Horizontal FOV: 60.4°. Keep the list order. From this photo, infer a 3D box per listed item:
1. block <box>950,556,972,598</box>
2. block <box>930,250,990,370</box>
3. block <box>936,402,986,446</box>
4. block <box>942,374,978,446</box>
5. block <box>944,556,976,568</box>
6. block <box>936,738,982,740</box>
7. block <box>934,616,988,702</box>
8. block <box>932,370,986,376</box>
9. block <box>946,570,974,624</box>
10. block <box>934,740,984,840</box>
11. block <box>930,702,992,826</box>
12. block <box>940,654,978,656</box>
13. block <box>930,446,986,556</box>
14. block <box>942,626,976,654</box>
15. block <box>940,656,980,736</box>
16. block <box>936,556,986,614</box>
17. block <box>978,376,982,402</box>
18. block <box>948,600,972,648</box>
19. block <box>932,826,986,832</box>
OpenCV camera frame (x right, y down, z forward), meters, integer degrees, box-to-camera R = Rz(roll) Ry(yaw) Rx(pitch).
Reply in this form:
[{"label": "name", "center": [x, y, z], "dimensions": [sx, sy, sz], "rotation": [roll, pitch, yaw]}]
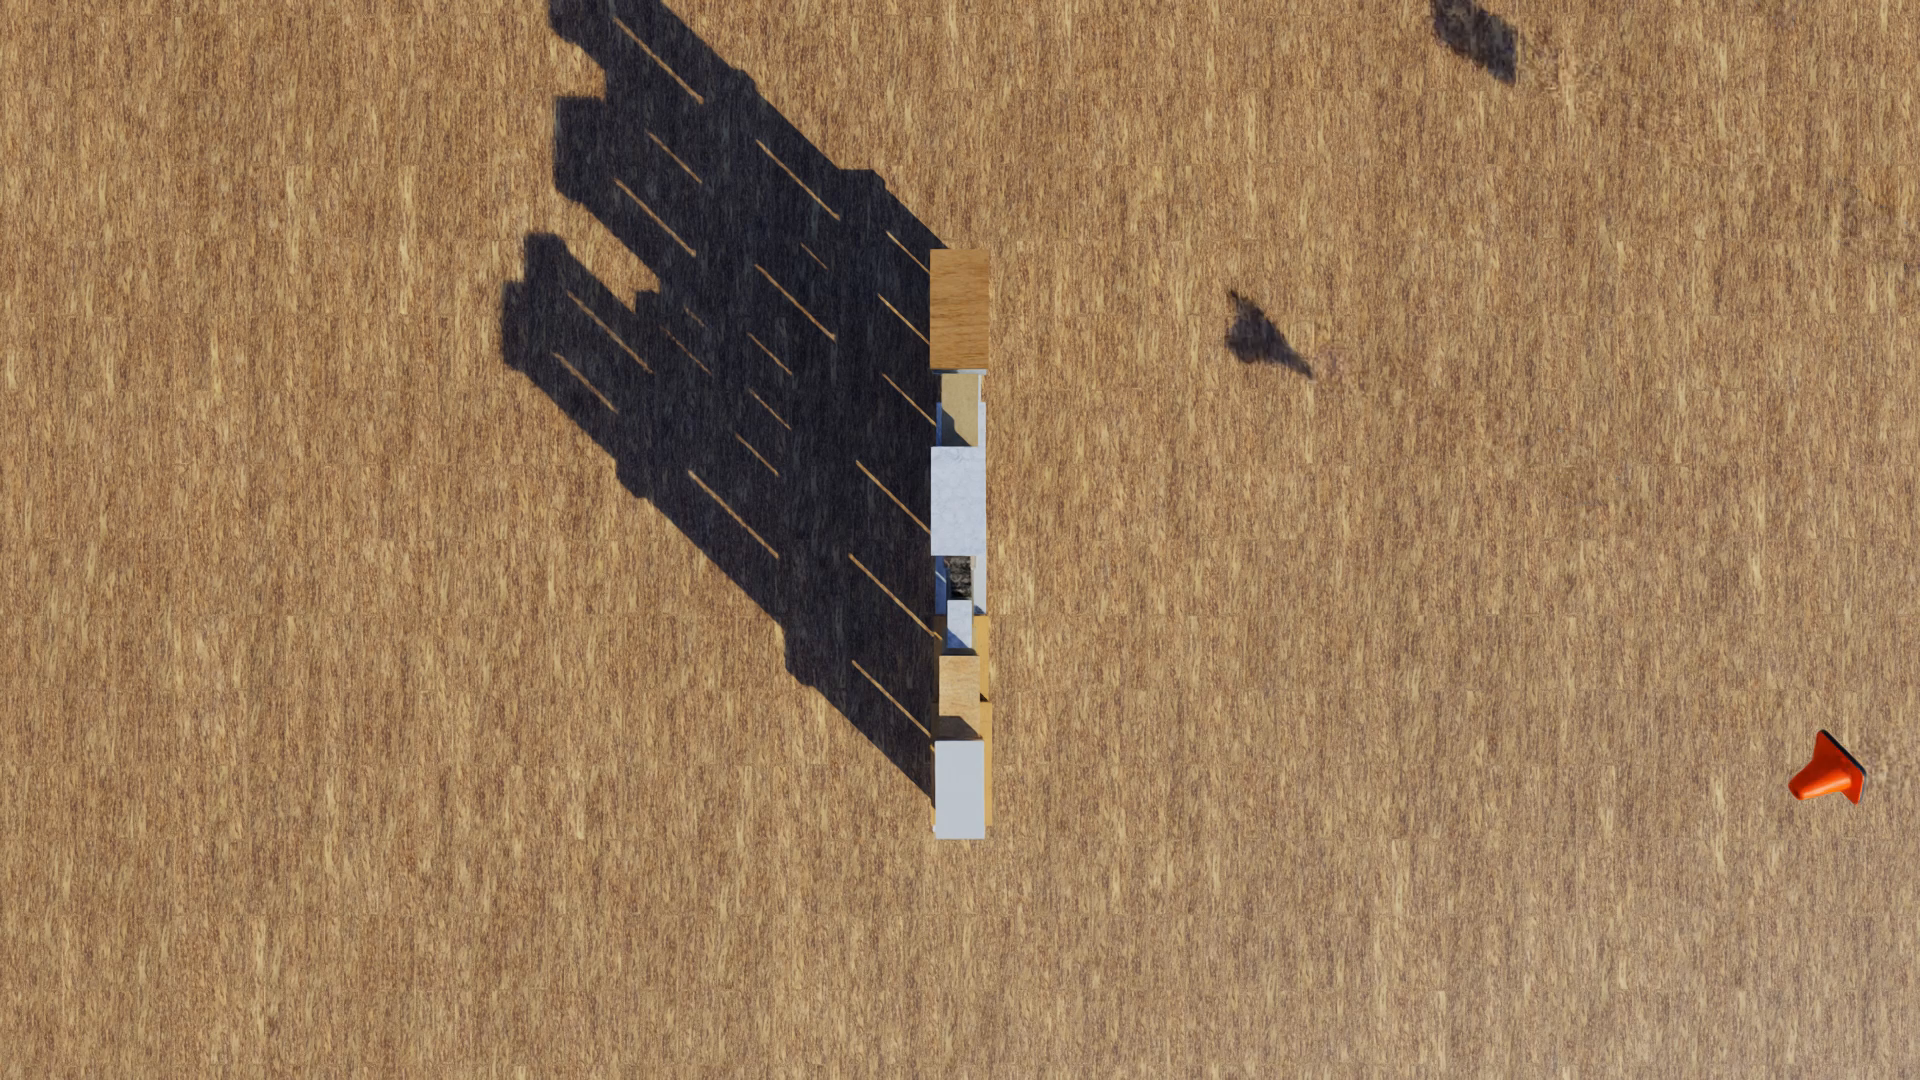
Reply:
[{"label": "block", "center": [0.002, 0.106, 4.785], "dimensions": [0.060, 0.017, 0.120], "rotation": [-2, 90, 0]}, {"label": "block", "center": [-0.001, -0.638, 4.566], "dimensions": [0.163, 0.046, 0.326], "rotation": [0, 90, 0]}, {"label": "block", "center": [0.003, -0.263, 4.919], "dimensions": [0.146, 0.041, 0.292], "rotation": [0, 90, 0]}, {"label": "block", "center": [-0.001, -0.367, 4.676], "dimensions": [0.103, 0.029, 0.207], "rotation": [0, 90, 0]}, {"label": "block", "center": [-0.001, -0.014, 4.927], "dimensions": [0.099, 0.028, 0.197], "rotation": [0, 90, 0]}, {"label": "block", "center": [-0.001, 0.582, 4.582], "dimensions": [0.131, 0.262, 0.037], "rotation": [0, 90, 0]}, {"label": "block", "center": [0.004, 0.407, 5.136], "dimensions": [0.170, 0.048, 0.340], "rotation": [0, 90, 0]}, {"label": "block", "center": [-0.001, -0.529, 4.825], "dimensions": [0.163, 0.471, 0.046], "rotation": [0, 90, 0]}, {"label": "block", "center": [0.000, 0.171, 4.936], "dimensions": [0.082, 0.023, 0.164], "rotation": [0, 90, 0]}, {"label": "block", "center": [0.000, 0.669, 4.432], "dimensions": [0.131, 0.037, 0.262], "rotation": [0, 90, 0]}, {"label": "block", "center": [0.004, 0.641, 4.738], "dimensions": [0.175, 0.049, 0.349], "rotation": [0, 90, 0]}, {"label": "block", "center": [-0.001, 0.351, 4.687], "dimensions": [0.109, 0.385, 0.031], "rotation": [0, 90, 0]}, {"label": "block", "center": [-0.005, -0.107, 4.576], "dimensions": [0.150, 0.043, 0.301], "rotation": [0, 90, 0]}, {"label": "block", "center": [-0.002, 0.360, 4.894], "dimensions": [0.102, 0.029, 0.203], "rotation": [0, 90, 0]}, {"label": "block", "center": [-0.001, 0.423, 4.479], "dimensions": [0.109, 0.031, 0.219], "rotation": [0, 90, 0]}, {"label": "block", "center": [0.003, 0.073, 5.161], "dimensions": [0.158, 0.045, 0.317], "rotation": [0, 90, 0]}, {"label": "block", "center": [0.004, -0.553, 5.232], "dimensions": [0.125, 0.035, 0.250], "rotation": [0, 90, 0]}, {"label": "block", "center": [-0.001, 0.241, 4.732], "dimensions": [0.069, 0.020, 0.138], "rotation": [0, 90, 0]}, {"label": "block", "center": [-0.003, 0.744, 5.152], "dimensions": [0.162, 0.046, 0.325], "rotation": [0, 90, 0]}]
